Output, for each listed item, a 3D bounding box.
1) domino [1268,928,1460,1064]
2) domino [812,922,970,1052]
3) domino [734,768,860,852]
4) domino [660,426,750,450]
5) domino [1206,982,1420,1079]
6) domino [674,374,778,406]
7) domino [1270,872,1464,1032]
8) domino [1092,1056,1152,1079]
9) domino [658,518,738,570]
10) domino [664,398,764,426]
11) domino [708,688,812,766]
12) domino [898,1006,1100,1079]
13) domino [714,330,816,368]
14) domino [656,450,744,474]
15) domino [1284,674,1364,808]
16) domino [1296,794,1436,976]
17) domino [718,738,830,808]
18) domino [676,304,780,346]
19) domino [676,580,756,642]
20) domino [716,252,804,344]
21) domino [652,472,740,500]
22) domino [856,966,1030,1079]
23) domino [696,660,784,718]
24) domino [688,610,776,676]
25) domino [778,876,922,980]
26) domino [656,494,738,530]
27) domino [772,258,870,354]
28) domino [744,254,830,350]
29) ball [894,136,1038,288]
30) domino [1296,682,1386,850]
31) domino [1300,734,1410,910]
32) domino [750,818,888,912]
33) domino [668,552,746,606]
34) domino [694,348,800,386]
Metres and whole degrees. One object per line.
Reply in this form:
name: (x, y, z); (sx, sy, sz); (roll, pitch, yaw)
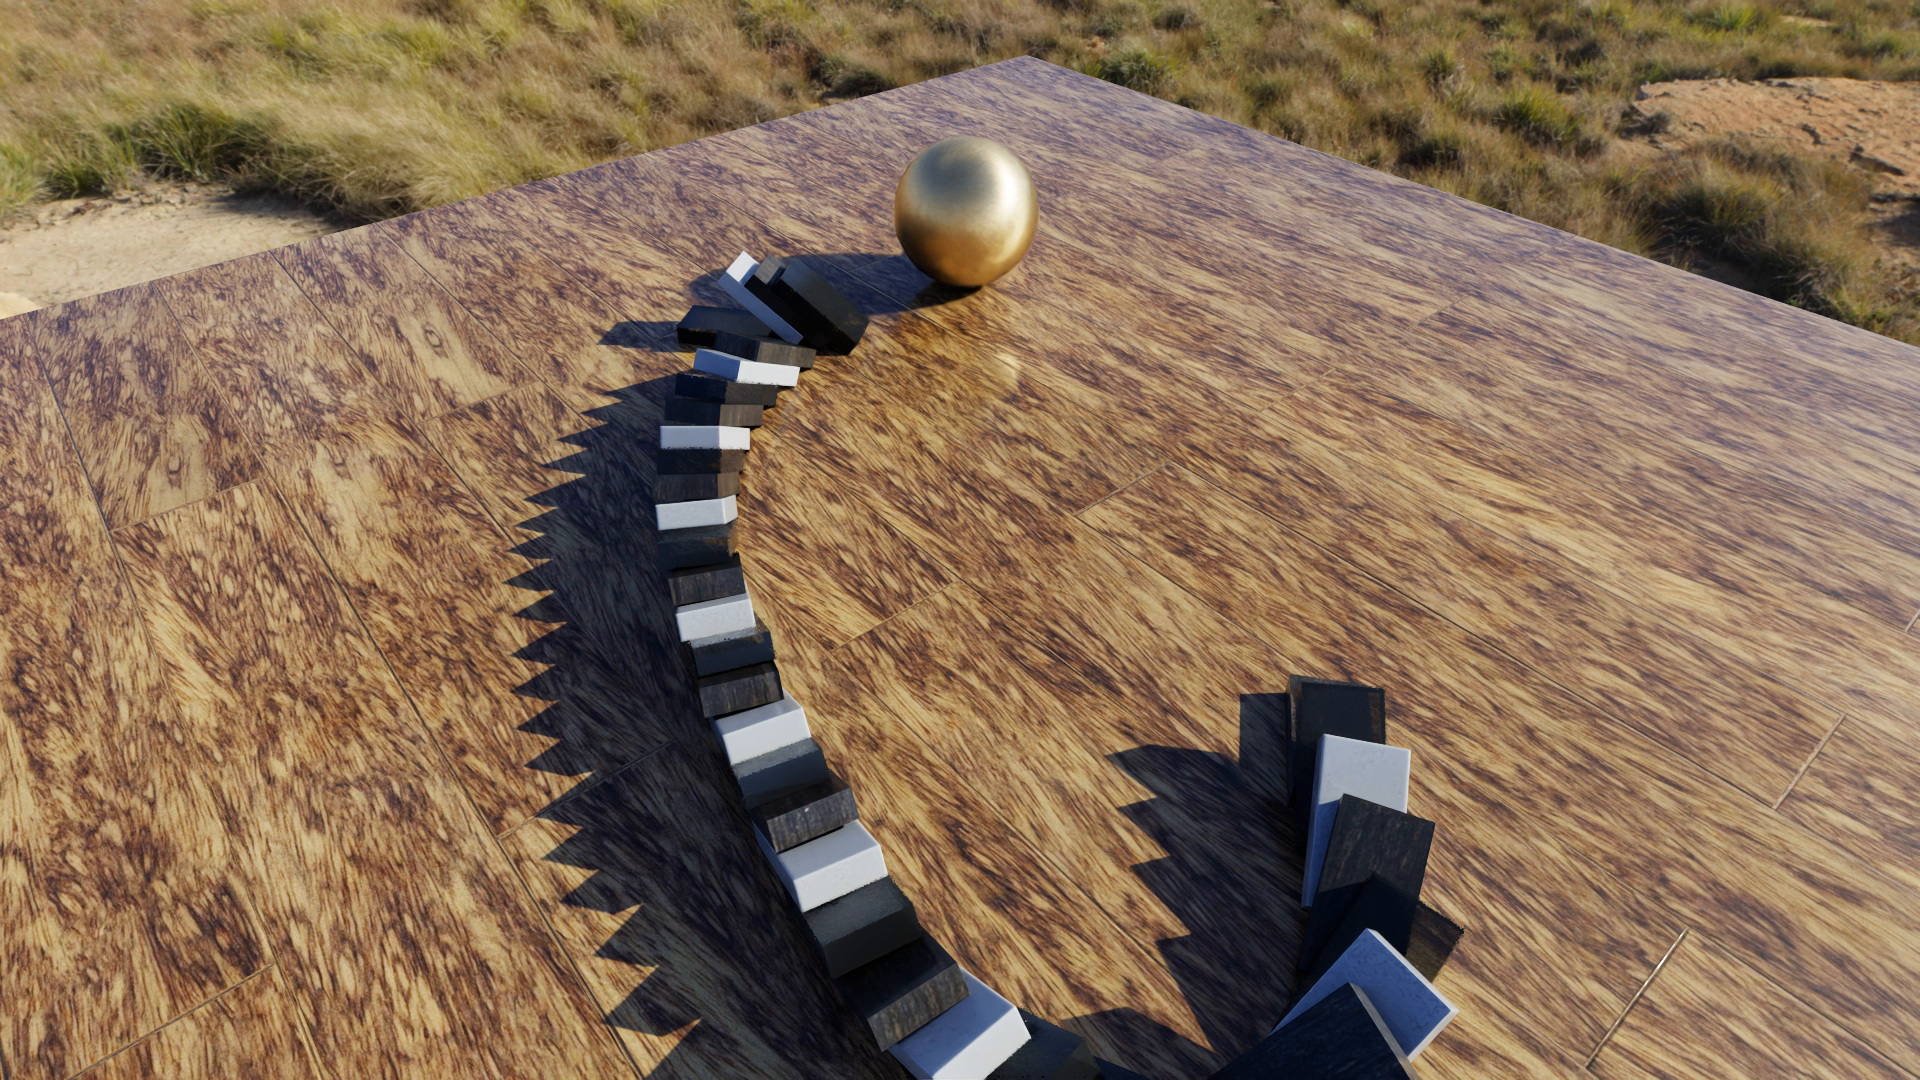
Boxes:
domino: (0.094, 0.123, 0.269); (0.050, 0.010, 0.025); (-51, 50, 6)
domino: (-0.020, 0.110, 0.287); (0.025, 0.009, 0.050); (-26, 14, -20)
domino: (-0.050, 0.077, 0.329); (0.025, 0.009, 0.050); (-18, 9, -21)
domino: (-0.109, -0.044, 0.475); (0.025, 0.010, 0.050); (0, 5, 3)
domino: (0.081, 0.130, 0.260); (0.050, 0.010, 0.025); (-42, 42, 13)
domino: (-0.107, -0.069, 0.508); (0.025, 0.010, 0.050); (12, 9, 16)
domino: (0.106, 0.115, 0.286); (0.025, 0.009, 0.050); (31, 75, 32)
domino: (0.021, 0.133, 0.261); (0.025, 0.009, 0.050); (-36, 20, -36)
domino: (-0.100, 0.001, 0.423); (0.025, 0.010, 0.050); (-6, 9, -7)
domino: (-0.110, -0.057, 0.494); (0.025, 0.009, 0.050); (8, 8, 10)
domino: (-0.066, 0.057, 0.353); (0.025, 0.010, 0.050); (-18, 9, -18)
domino: (0.007, 0.126, 0.268); (0.025, 0.010, 0.050); (-35, 17, -32)
domino: (-0.095, -0.093, 0.538); (0.025, 0.010, 0.050); (19, 12, 21)
domino: (-0.108, -0.033, 0.462); (0.025, 0.010, 0.050); (-1, 5, -1)
domino: (0.121, 0.067, 0.362); (0.025, 0.010, 0.050); (8, 40, 9)
domino: (0.112, 0.099, 0.305); (0.025, 0.010, 0.050); (16, 70, 18)
domino: (-0.059, 0.067, 0.340); (0.025, 0.010, 0.050); (-18, 9, -18)
domino: (-0.121, -0.112, 0.580); (0.050, 0.010, 0.025); (7, 40, 9)
domino: (-0.087, 0.025, 0.393); (0.025, 0.009, 0.050); (-12, 8, -12)
domino: (-0.100, -0.125, 0.572); (0.050, 0.010, 0.025); (39, 37, -17)
domino: (-0.107, -0.023, 0.450); (0.025, 0.009, 0.050); (-1, 5, -2)
domino: (-0.007, 0.119, 0.276); (0.025, 0.009, 0.050); (-31, 15, -25)
domino: (-0.075, 0.046, 0.368); (0.025, 0.009, 0.050); (-12, 9, -14)
domino: (-0.080, 0.035, 0.379); (0.025, 0.010, 0.050); (-12, 8, -16)
domino: (-0.031, 0.100, 0.302); (0.025, 0.009, 0.050); (-19, 12, -20)
domino: (-0.103, -0.011, 0.435); (0.025, 0.009, 0.050); (-6, 5, -6)
domino: (-0.071, -0.121, 0.567); (0.050, 0.009, 0.025); (39, 37, -18)
domino: (-0.085, -0.123, 0.570); (0.050, 0.010, 0.025); (39, 37, -17)
ball: (0.003, -0.181, 0.608); (0.080, 0.080, 0.080); (0, 39, 0)
domino: (0.117, 0.070, 0.338); (0.025, 0.009, 0.050); (4, 68, 8)
domino: (0.116, 0.084, 0.322); (0.025, 0.009, 0.050); (9, 69, 10)
domino: (-0.042, 0.088, 0.318); (0.025, 0.010, 0.050); (-18, 13, -21)
domino: (-0.093, 0.014, 0.406); (0.025, 0.010, 0.050); (-10, 7, -11)
domino: (-0.101, -0.082, 0.524); (0.025, 0.009, 0.050); (19, 12, 21)
